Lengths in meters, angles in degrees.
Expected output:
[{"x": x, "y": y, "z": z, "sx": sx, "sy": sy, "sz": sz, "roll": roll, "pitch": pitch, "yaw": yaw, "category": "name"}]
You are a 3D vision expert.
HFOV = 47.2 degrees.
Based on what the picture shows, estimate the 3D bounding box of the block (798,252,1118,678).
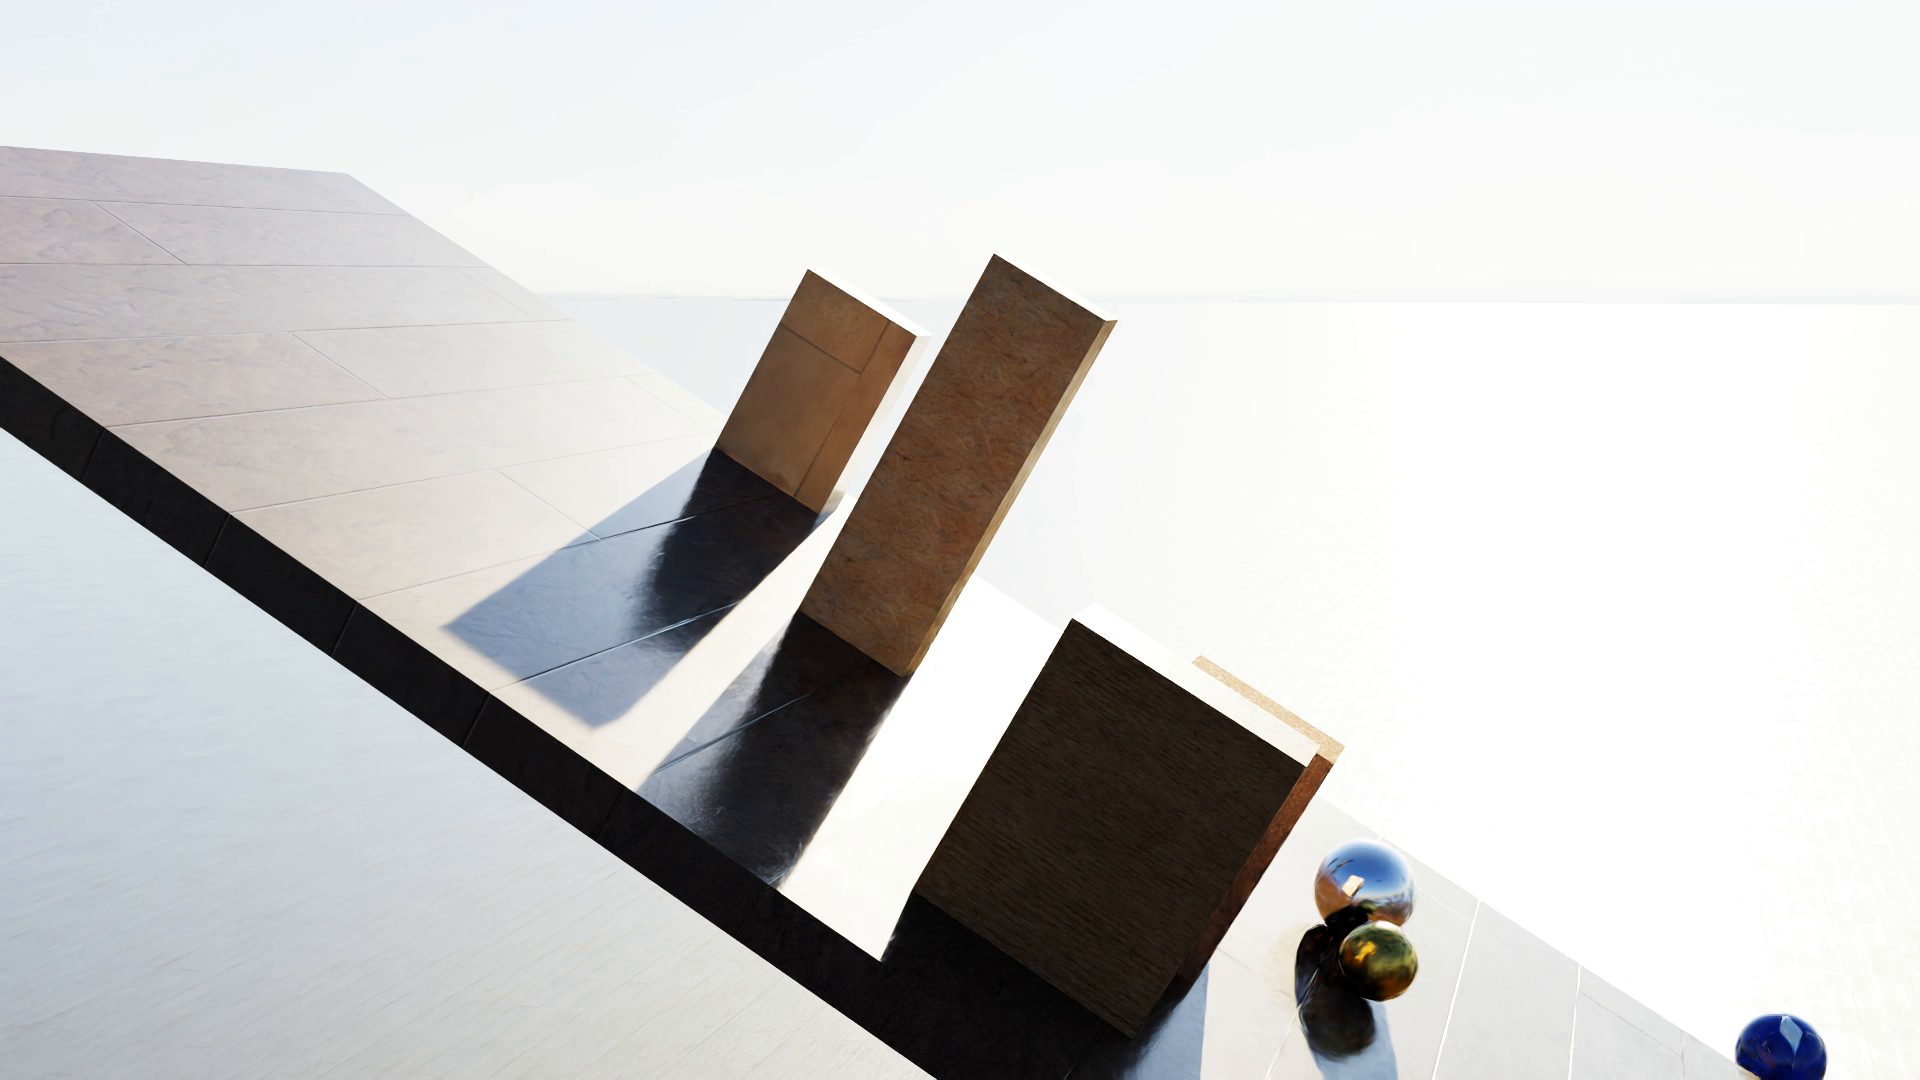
[{"x": -0.009, "y": -0.140, "z": 4.174, "sx": 0.246, "sy": 0.787, "sz": 0.105, "roll": 33, "pitch": 15, "yaw": 11, "category": "block"}]

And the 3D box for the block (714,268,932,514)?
[{"x": -0.307, "y": -0.333, "z": 4.912, "sx": 0.293, "sy": 0.460, "sz": 0.111, "roll": 33, "pitch": 15, "yaw": 11, "category": "block"}]

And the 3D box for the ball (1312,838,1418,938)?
[{"x": 0.762, "y": 0.660, "z": 4.142, "sx": 0.195, "sy": 0.195, "sz": 0.195, "roll": 0, "pitch": 7, "yaw": 0, "category": "ball"}]

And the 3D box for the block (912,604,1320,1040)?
[{"x": 0.233, "y": 0.421, "z": 3.325, "sx": 0.402, "sy": 0.499, "sz": 0.147, "roll": 33, "pitch": 15, "yaw": 11, "category": "block"}]

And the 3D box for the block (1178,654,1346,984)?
[{"x": 0.392, "y": 0.457, "z": 3.625, "sx": 0.281, "sy": 0.439, "sz": 0.141, "roll": 33, "pitch": 15, "yaw": 11, "category": "block"}]

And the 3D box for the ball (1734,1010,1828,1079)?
[{"x": 1.841, "y": 1.158, "z": 4.932, "sx": 0.199, "sy": 0.199, "sz": 0.199, "roll": 0, "pitch": 7, "yaw": 0, "category": "ball"}]

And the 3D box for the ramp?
[{"x": -0.183, "y": 0.302, "z": 4.127, "sx": 4.000, "sy": 0.100, "sz": 2.000, "roll": 33, "pitch": 15, "yaw": 11, "category": "ramp"}]

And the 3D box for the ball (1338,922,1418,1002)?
[{"x": 0.744, "y": 0.750, "z": 3.913, "sx": 0.141, "sy": 0.141, "sz": 0.141, "roll": 0, "pitch": 7, "yaw": 0, "category": "ball"}]
